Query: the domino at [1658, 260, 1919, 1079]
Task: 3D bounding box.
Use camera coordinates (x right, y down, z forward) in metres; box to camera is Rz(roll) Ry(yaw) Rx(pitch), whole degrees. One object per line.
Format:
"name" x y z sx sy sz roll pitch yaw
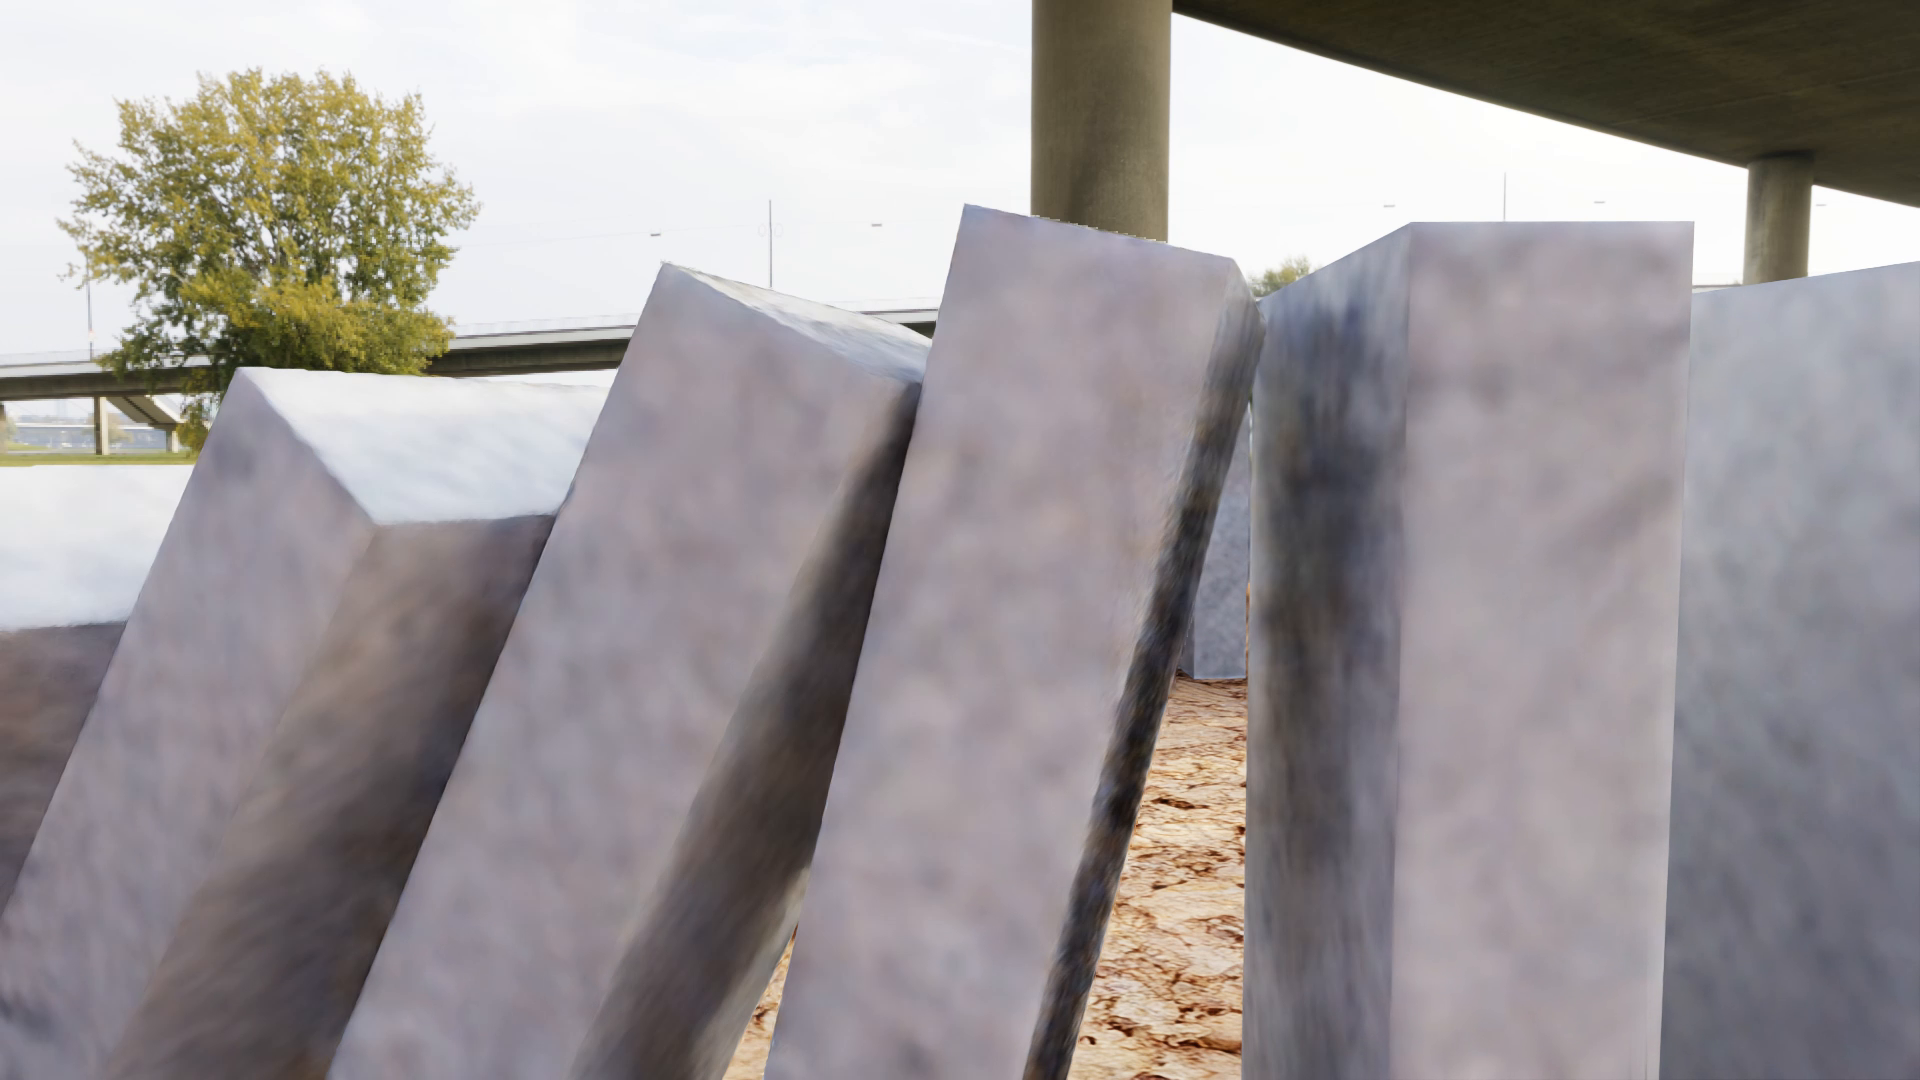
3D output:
"domino" 0.043 0.013 0.060 0.009 0.050 0.025 -1 4 -13

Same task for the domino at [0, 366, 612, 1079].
"domino" -0.032 0.015 0.066 0.010 0.050 0.025 42 21 19

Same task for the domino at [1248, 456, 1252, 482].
"domino" 0.097 -0.005 0.345 0.009 0.050 0.025 -45 -11 17

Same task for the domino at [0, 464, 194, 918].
"domino" -0.051 0.016 0.074 0.025 0.009 0.050 -4 -38 -44

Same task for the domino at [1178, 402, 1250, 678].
"domino" 0.046 -0.001 0.243 0.009 0.050 0.025 0 4 -4

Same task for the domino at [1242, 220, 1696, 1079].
"domino" 0.020 0.013 0.058 0.010 0.050 0.025 0 4 1

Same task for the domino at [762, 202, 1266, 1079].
"domino" 0.002 0.013 0.059 0.009 0.050 0.025 15 8 14

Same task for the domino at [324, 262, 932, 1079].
"domino" -0.014 0.013 0.061 0.010 0.050 0.025 29 12 13

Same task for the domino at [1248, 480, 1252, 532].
"domino" 0.085 -0.005 0.351 0.010 0.050 0.025 -45 -11 17

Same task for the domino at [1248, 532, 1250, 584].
"domino" 0.073 -0.005 0.356 0.009 0.050 0.025 -45 -10 16
